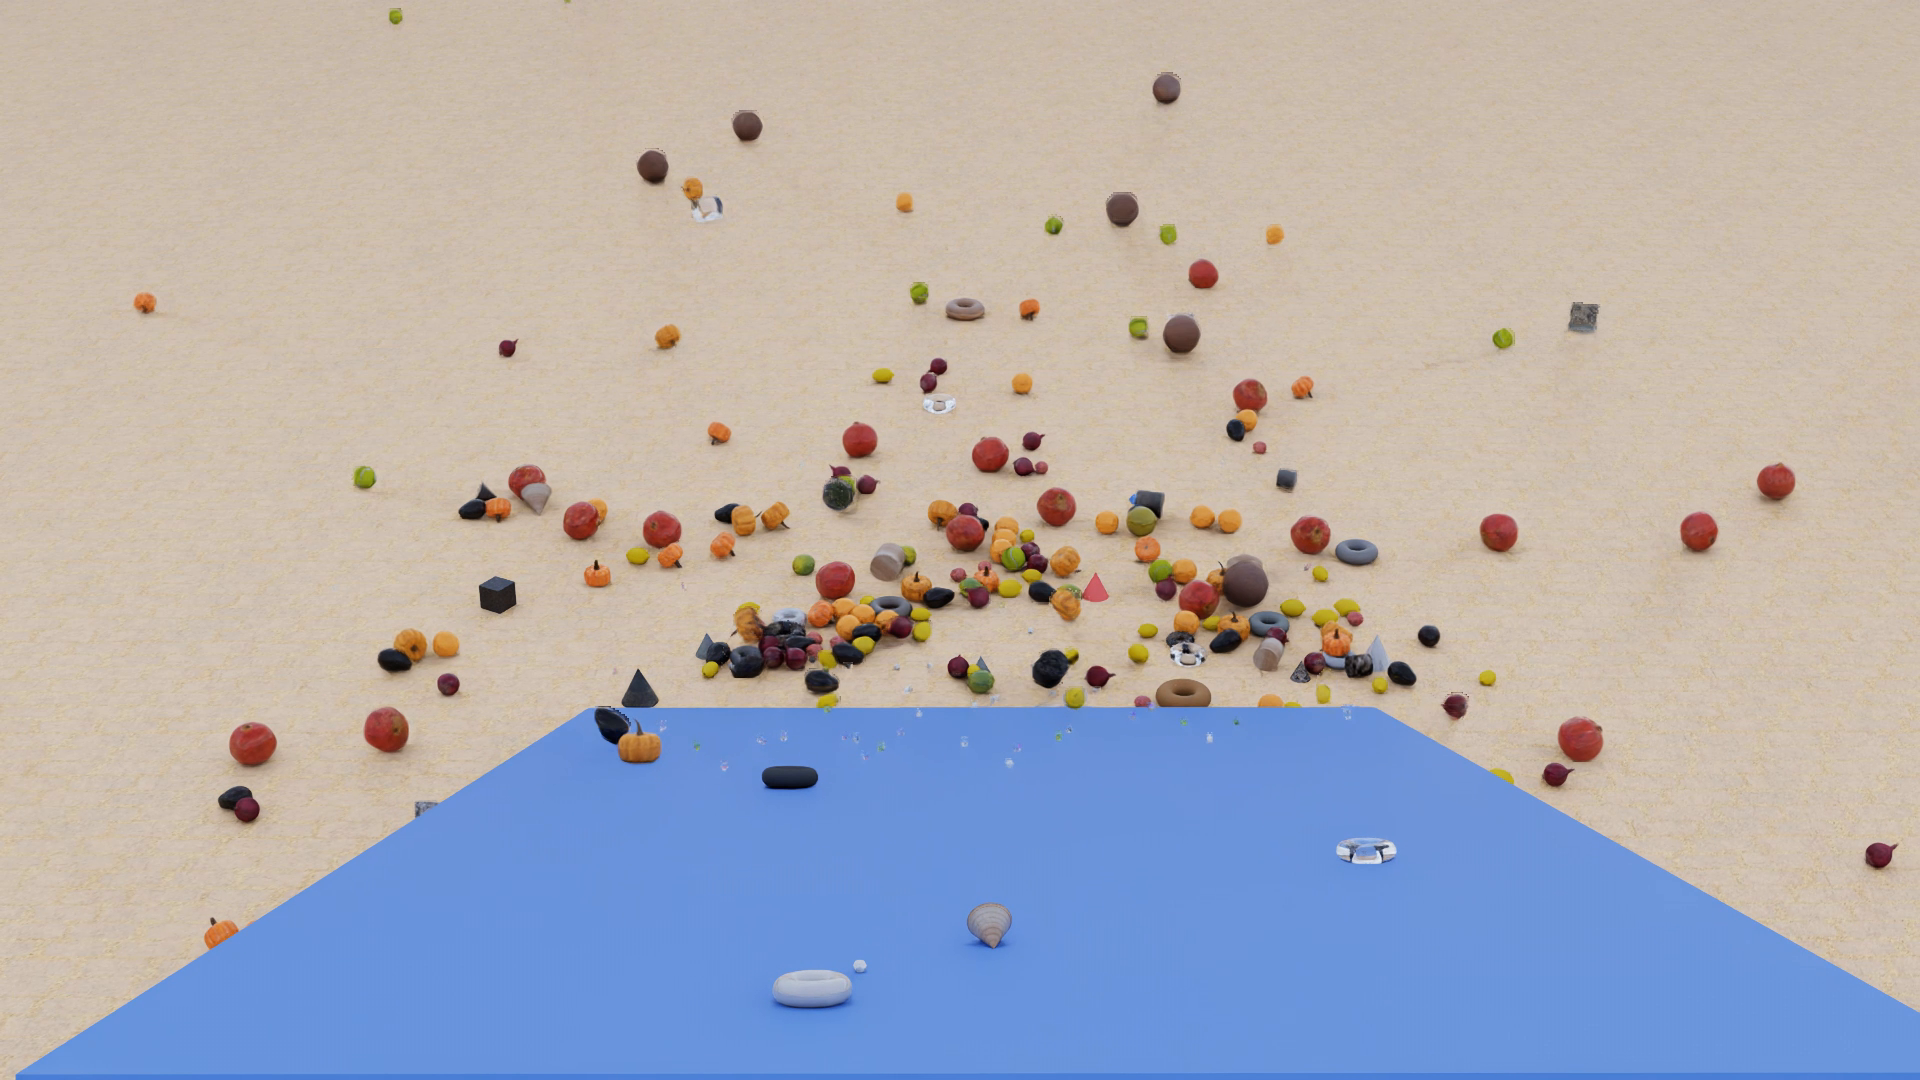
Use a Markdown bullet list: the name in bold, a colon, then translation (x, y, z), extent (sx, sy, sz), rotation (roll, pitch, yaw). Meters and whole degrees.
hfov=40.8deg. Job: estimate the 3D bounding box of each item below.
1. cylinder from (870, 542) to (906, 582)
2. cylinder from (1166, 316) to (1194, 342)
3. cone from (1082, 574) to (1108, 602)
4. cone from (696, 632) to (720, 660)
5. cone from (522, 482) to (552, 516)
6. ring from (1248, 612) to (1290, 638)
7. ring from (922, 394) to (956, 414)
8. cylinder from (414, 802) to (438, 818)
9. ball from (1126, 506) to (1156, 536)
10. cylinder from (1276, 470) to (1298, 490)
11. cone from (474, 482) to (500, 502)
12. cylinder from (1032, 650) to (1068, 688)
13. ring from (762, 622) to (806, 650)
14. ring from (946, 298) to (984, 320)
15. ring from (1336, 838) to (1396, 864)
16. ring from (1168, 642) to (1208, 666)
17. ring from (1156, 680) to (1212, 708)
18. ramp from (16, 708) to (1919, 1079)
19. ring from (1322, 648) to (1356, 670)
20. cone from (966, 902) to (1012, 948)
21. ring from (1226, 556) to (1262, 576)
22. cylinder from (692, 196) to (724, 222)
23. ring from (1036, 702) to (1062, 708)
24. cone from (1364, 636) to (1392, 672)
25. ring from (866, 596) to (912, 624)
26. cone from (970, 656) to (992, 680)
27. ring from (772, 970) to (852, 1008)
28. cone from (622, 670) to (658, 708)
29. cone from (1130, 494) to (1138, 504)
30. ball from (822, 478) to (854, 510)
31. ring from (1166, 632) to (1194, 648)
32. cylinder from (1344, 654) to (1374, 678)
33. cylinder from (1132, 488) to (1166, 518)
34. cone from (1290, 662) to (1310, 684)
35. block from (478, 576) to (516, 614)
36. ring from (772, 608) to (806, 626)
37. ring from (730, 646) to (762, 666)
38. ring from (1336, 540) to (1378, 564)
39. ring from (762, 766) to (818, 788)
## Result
- **cylinder**: translation (-0.207, 0.064, 7.430), extent (0.084, 0.084, 0.084), rotation (5, 26, 11)
- **cylinder**: translation (0.776, -0.748, 9.109), extent (0.092, 0.092, 0.092), rotation (0, 26, -1)
- **cone**: translation (0.384, 0.124, 7.312), extent (0.077, 0.077, 0.077), rotation (0, 26, 0)
- **cone**: translation (-0.686, 0.280, 6.999), extent (0.067, 0.067, 0.067), rotation (0, 26, 0)
- **cone**: translation (-1.283, -0.108, 7.836), extent (0.094, 0.094, 0.094), rotation (-5, 53, -11)
- **ring**: translation (0.853, 0.234, 7.130), extent (0.115, 0.038, 0.115), rotation (1, 27, 0)
- **ring**: translation (-0.068, -0.454, 8.562), extent (0.111, 0.037, 0.111), rotation (0, 27, 0)
- **cylinder**: translation (-1.286, 0.660, 6.224), extent (0.054, 0.054, 0.054), rotation (-5, 26, -9)
- **ball**: translation (0.539, -0.055, 7.669), extent (0.091, 0.091, 0.091), rotation (0, 26, 0)
- **cylinder**: translation (1.013, -0.188, 7.989), extent (0.053, 0.053, 0.053), rotation (14, 29, 18)
- **cone**: translation (-1.445, -0.137, 7.908), extent (0.069, 0.069, 0.069), rotation (22, 20, -18)
- **cylinder**: translation (0.239, 0.340, 6.813), extent (0.080, 0.080, 0.080), rotation (5, 67, -11)
- **ring**: translation (-0.482, 0.261, 7.071), extent (0.122, 0.041, 0.122), rotation (0, 27, 0)
- **ring**: translation (0.018, -0.836, 9.345), extent (0.144, 0.048, 0.144), rotation (1, 27, 0)
- **ring**: translation (0.625, 0.478, 3.969), extent (0.093, 0.031, 0.093), rotation (-1, 2, 0)
- **ring**: translation (0.618, 0.310, 6.976), extent (0.105, 0.035, 0.105), rotation (1, 25, 0)
- **ring**: translation (0.585, 0.410, 6.753), extent (0.146, 0.049, 0.146), rotation (0, 24, 0)
- **ramp**: translation (0.058, 0.528, 4.565), extent (2.000, 0.100, 4.000), rotation (0, 1, 0)
- **ring**: translation (1.023, 0.319, 6.961), extent (0.094, 0.031, 0.094), rotation (-1, 25, 0)
- **cone**: translation (0.040, 0.499, 3.260), extent (0.058, 0.058, 0.058), rotation (-2, 28, -4)
- **ring**: translation (0.823, 0.074, 7.458), extent (0.106, 0.035, 0.106), rotation (-4, 22, 2)
- **cylinder**: translation (-1.008, -1.321, 10.299), extent (0.093, 0.093, 0.093), rotation (-16, 30, -29)
- **ring**: translation (0.233, 0.447, 6.699), extent (0.080, 0.027, 0.080), rotation (1, 24, 0)
- **cone**: translation (1.122, 0.294, 6.945), extent (0.090, 0.090, 0.090), rotation (0, 26, 0)
- **ring**: translation (-0.196, 0.196, 7.204), extent (0.129, 0.043, 0.129), rotation (0, 24, 0)
- **cone**: translation (0.056, 0.335, 6.896), extent (0.058, 0.058, 0.058), rotation (0, 26, 0)
- **ring**: translation (-0.167, 0.507, 2.912), extent (0.091, 0.030, 0.091), rotation (-1, 2, 0)
- **cone**: translation (-0.841, 0.378, 6.759), extent (0.098, 0.098, 0.098), rotation (0, 26, 0)
- **cone**: translation (0.546, -0.105, 7.850), extent (0.054, 0.054, 0.054), rotation (-2, 53, -4)
- **ball**: translation (-0.371, -0.139, 7.837), extent (0.096, 0.096, 0.096), rotation (0, 26, 0)
- **ring**: translation (0.603, 0.275, 7.058), extent (0.079, 0.026, 0.079), rotation (0, 27, 0)
- **cylinder**: translation (1.067, 0.336, 6.896), extent (0.057, 0.057, 0.057), rotation (-6, 26, -13)
- **cylinder**: translation (0.572, -0.107, 7.793), extent (0.077, 0.077, 0.077), rotation (26, 32, 12)
- **cone**: translation (0.909, 0.345, 6.879), extent (0.054, 0.054, 0.054), rotation (0, 26, 0)
- **block**: translation (-1.301, 0.155, 7.256), extent (0.071, 0.071, 0.071), rotation (15, 29, 28)
- **ring**: translation (-0.474, 0.219, 7.168), extent (0.098, 0.033, 0.098), rotation (-1, 26, 0)
- **ring**: translation (-0.579, 0.314, 6.973), extent (0.089, 0.030, 0.089), rotation (0, 27, 0)
- **ring**: translation (1.160, 0.035, 7.540), extent (0.126, 0.042, 0.126), rotation (-1, 25, 1)
- **ring**: translation (-0.324, 0.452, 4.915), extent (0.108, 0.036, 0.108), rotation (1, 0, 0)
